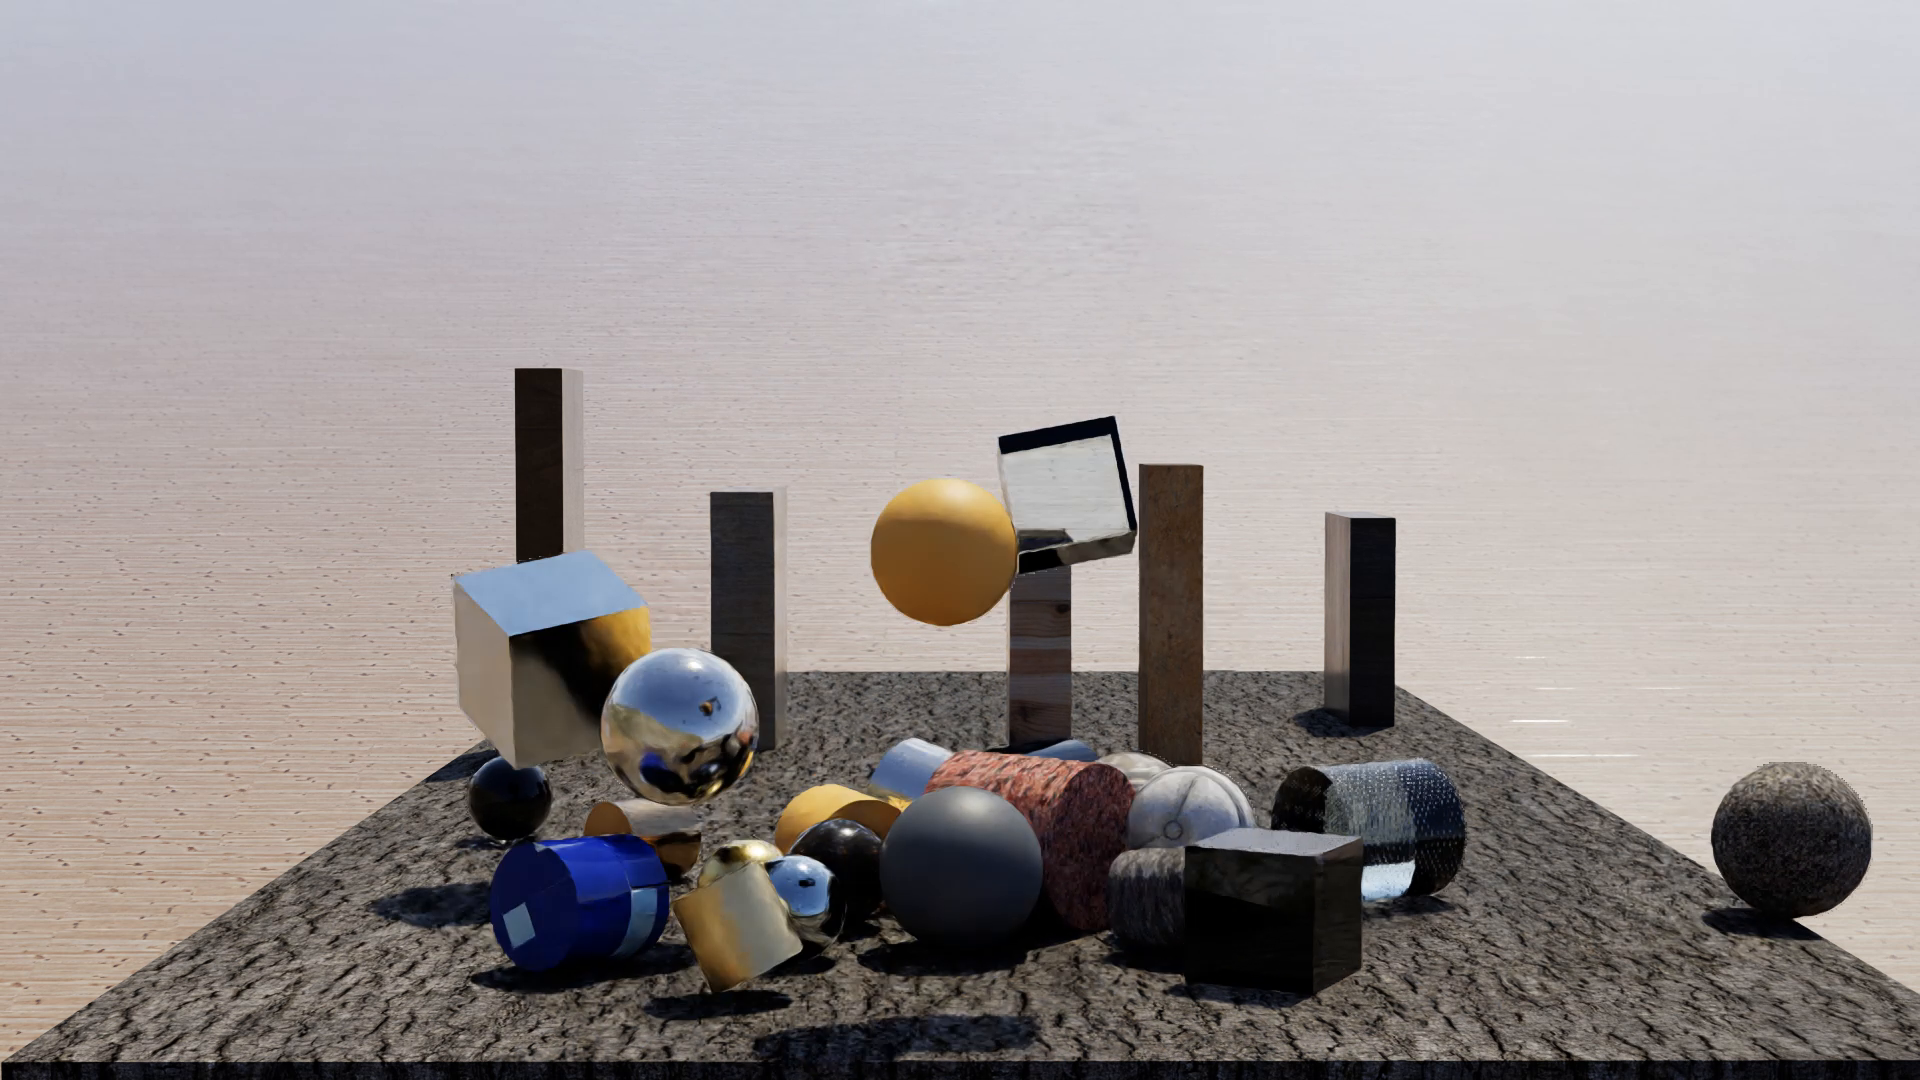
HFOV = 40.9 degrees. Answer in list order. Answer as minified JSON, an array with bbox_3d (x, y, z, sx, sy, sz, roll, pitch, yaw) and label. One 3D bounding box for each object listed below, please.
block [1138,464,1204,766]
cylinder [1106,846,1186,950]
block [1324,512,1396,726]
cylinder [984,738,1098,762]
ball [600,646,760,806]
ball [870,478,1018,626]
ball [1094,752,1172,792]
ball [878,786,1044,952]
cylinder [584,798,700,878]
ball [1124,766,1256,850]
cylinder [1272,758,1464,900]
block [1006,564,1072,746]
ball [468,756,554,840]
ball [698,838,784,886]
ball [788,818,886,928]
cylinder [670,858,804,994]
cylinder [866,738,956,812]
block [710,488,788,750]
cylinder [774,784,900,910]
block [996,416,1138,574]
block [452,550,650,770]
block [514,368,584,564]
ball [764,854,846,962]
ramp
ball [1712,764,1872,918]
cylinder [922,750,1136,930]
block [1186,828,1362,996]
[{"bbox_3d":[0.394,0.134,4.827,0.101,0.551,0.243,0,3,0],"label":"block"},{"bbox_3d":[0.254,0.423,3.043,0.118,0.118,0.118,-9,14,36],"label":"cylinder"},{"bbox_3d":[0.854,0.162,5.514,0.094,0.433,0.366,0,3,0],"label":"block"},{"bbox_3d":[0.111,0.378,3.808,0.157,0.157,0.157,18,13,37],"label":"cylinder"},{"bbox_3d":[-0.339,0.226,3.114,0.193,0.193,0.193,0,23,0],"label":"ball"},{"bbox_3d":[-0.017,0.013,2.786,0.161,0.161,0.161,0,23,0],"label":"ball"},{"bbox_3d":[0.228,0.379,3.477,0.184,0.184,0.184,0,23,0],"label":"ball"},{"bbox_3d":[0.001,0.391,3.065,0.196,0.196,0.196,0,23,0],"label":"ball"},{"bbox_3d":[-0.437,0.411,3.536,0.114,0.114,0.114,-3,18,-45],"label":"cylinder"},{"bbox_3d":[0.284,0.359,3.175,0.161,0.161,0.161,0,23,0],"label":"ball"},{"bbox_3d":[0.537,0.384,3.397,0.180,0.180,0.180,-1,21,-27],"label":"cylinder"},{"bbox_3d":[0.123,0.221,4.089,0.094,0.445,0.294,0,3,0],"label":"block"},{"bbox_3d":[-0.680,0.389,3.891,0.128,0.128,0.128,0,23,0],"label":"ball"},{"bbox_3d":[-0.257,0.425,3.125,0.124,0.124,0.124,0,23,0],"label":"ball"},{"bbox_3d":[-0.152,0.416,3.208,0.136,0.136,0.136,0,23,0],"label":"ball"},{"bbox_3d":[-0.244,0.422,2.814,0.110,0.110,0.110,-26,-3,-1],"label":"cylinder"},{"bbox_3d":[-0.020,0.371,3.505,0.160,0.160,0.160,18,29,34],"label":"cylinder"},{"bbox_3d":[-0.419,0.147,5.144,0.122,0.497,0.385,0,3,0],"label":"block"},{"bbox_3d":[-0.149,0.402,3.362,0.148,0.148,0.148,-10,6,-22],"label":"cylinder"},{"bbox_3d":[0.118,-0.049,2.860,0.130,0.130,0.130,-10,-11,-2],"label":"block"},{"bbox_3d":[-0.554,0.160,3.504,0.200,0.200,0.200,-13,28,-29],"label":"block"},{"bbox_3d":[-0.786,0.039,4.945,0.089,0.732,0.269,0,3,0],"label":"block"},{"bbox_3d":[-0.195,0.430,3.009,0.124,0.124,0.124,0,23,0],"label":"ball"},{"bbox_3d":[0.052,0.473,4.536,2.000,0.100,4.000,0,3,0],"label":"ramp"},{"bbox_3d":[1.057,0.382,3.273,0.195,0.195,0.195,0,23,0],"label":"ball"},{"bbox_3d":[0.088,0.377,3.254,0.207,0.207,0.207,2,19,39],"label":"cylinder"},{"bbox_3d":[0.358,0.419,2.927,0.153,0.153,0.153,1,3,29],"label":"block"}]
